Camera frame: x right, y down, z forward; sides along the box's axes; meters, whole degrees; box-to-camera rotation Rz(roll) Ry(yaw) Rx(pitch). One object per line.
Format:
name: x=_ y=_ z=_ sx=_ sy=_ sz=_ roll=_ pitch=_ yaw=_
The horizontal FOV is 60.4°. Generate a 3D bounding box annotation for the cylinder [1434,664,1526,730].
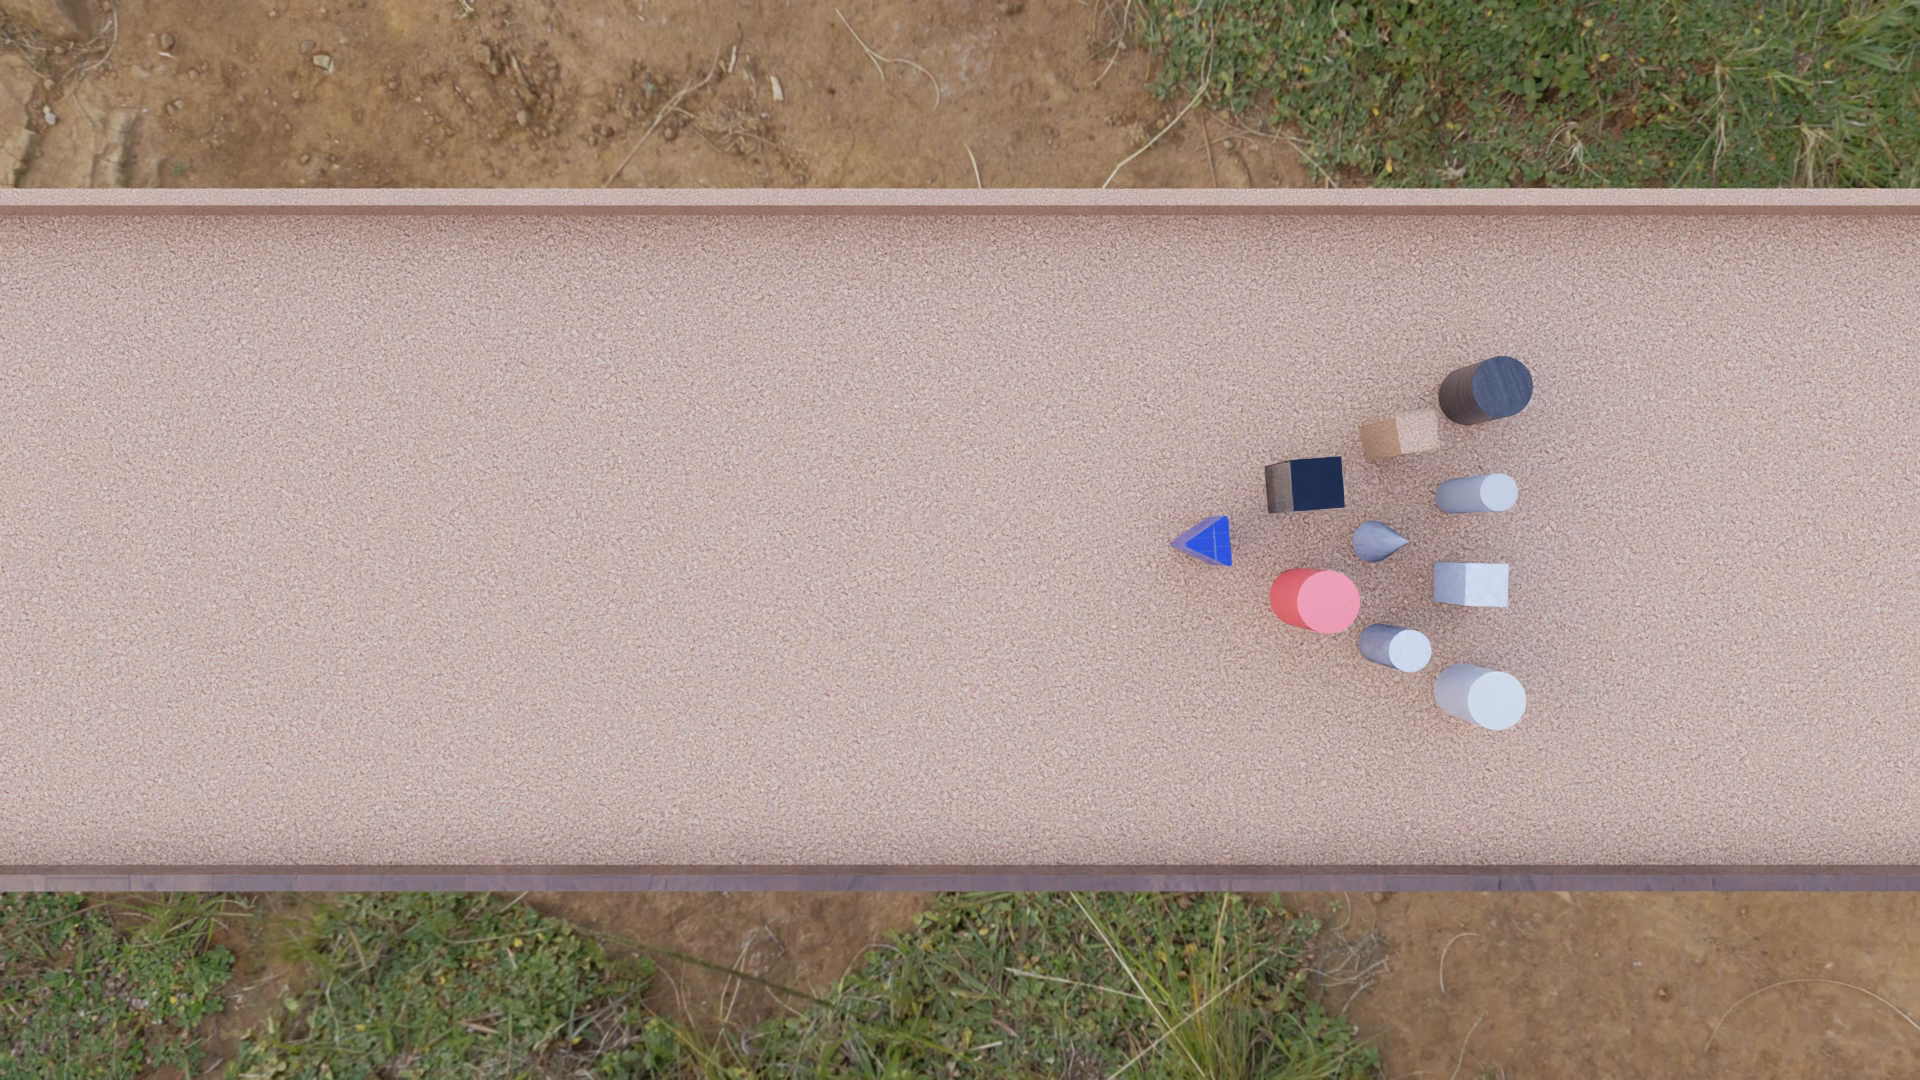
cylinder: x=1.543 y=0.462 z=4.908 sx=0.169 sy=0.337 sz=0.169 roll=0 pitch=90 yaw=0

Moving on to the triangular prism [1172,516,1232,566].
triangular prism: x=0.738 y=-0.013 z=4.901 sx=0.144 sy=0.351 sz=0.125 roll=25 pitch=90 yaw=0

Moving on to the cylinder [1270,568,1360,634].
cylinder: x=1.042 y=0.176 z=4.869 sx=0.179 sy=0.414 sz=0.179 roll=0 pitch=90 yaw=0

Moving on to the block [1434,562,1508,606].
block: x=1.520 y=0.130 z=4.917 sx=0.123 sy=0.319 sz=0.123 roll=2 pitch=90 yaw=0

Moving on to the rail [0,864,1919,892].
rail: x=-2.247 y=1.025 z=5.001 sx=12.000 sy=0.150 sz=0.050 roll=0 pitch=90 yaw=0

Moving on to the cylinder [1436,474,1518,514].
cylinder: x=1.516 y=-0.135 z=4.857 sx=0.107 sy=0.439 sz=0.107 roll=0 pitch=90 yaw=0

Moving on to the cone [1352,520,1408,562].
cone: x=1.272 y=0.005 z=4.871 sx=0.129 sy=0.410 sz=0.129 roll=0 pitch=90 yaw=0

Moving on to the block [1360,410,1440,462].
block: x=1.294 y=-0.304 z=4.870 sx=0.110 sy=0.412 sz=0.110 roll=-10 pitch=90 yaw=0

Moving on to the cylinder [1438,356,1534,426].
cylinder: x=1.562 y=-0.442 z=4.913 sx=0.178 sy=0.328 sz=0.178 roll=0 pitch=90 yaw=0

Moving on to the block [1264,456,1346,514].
block: x=1.015 y=-0.160 z=4.880 sx=0.146 sy=0.392 sz=0.146 roll=-4 pitch=90 yaw=0

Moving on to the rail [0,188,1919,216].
rail: x=-2.247 y=-1.025 z=5.002 sx=12.000 sy=0.150 sz=0.050 roll=0 pitch=90 yaw=0

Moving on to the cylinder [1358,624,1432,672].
cylinder: x=1.287 y=0.318 z=4.897 sx=0.122 sy=0.359 sz=0.122 roll=0 pitch=90 yaw=0
